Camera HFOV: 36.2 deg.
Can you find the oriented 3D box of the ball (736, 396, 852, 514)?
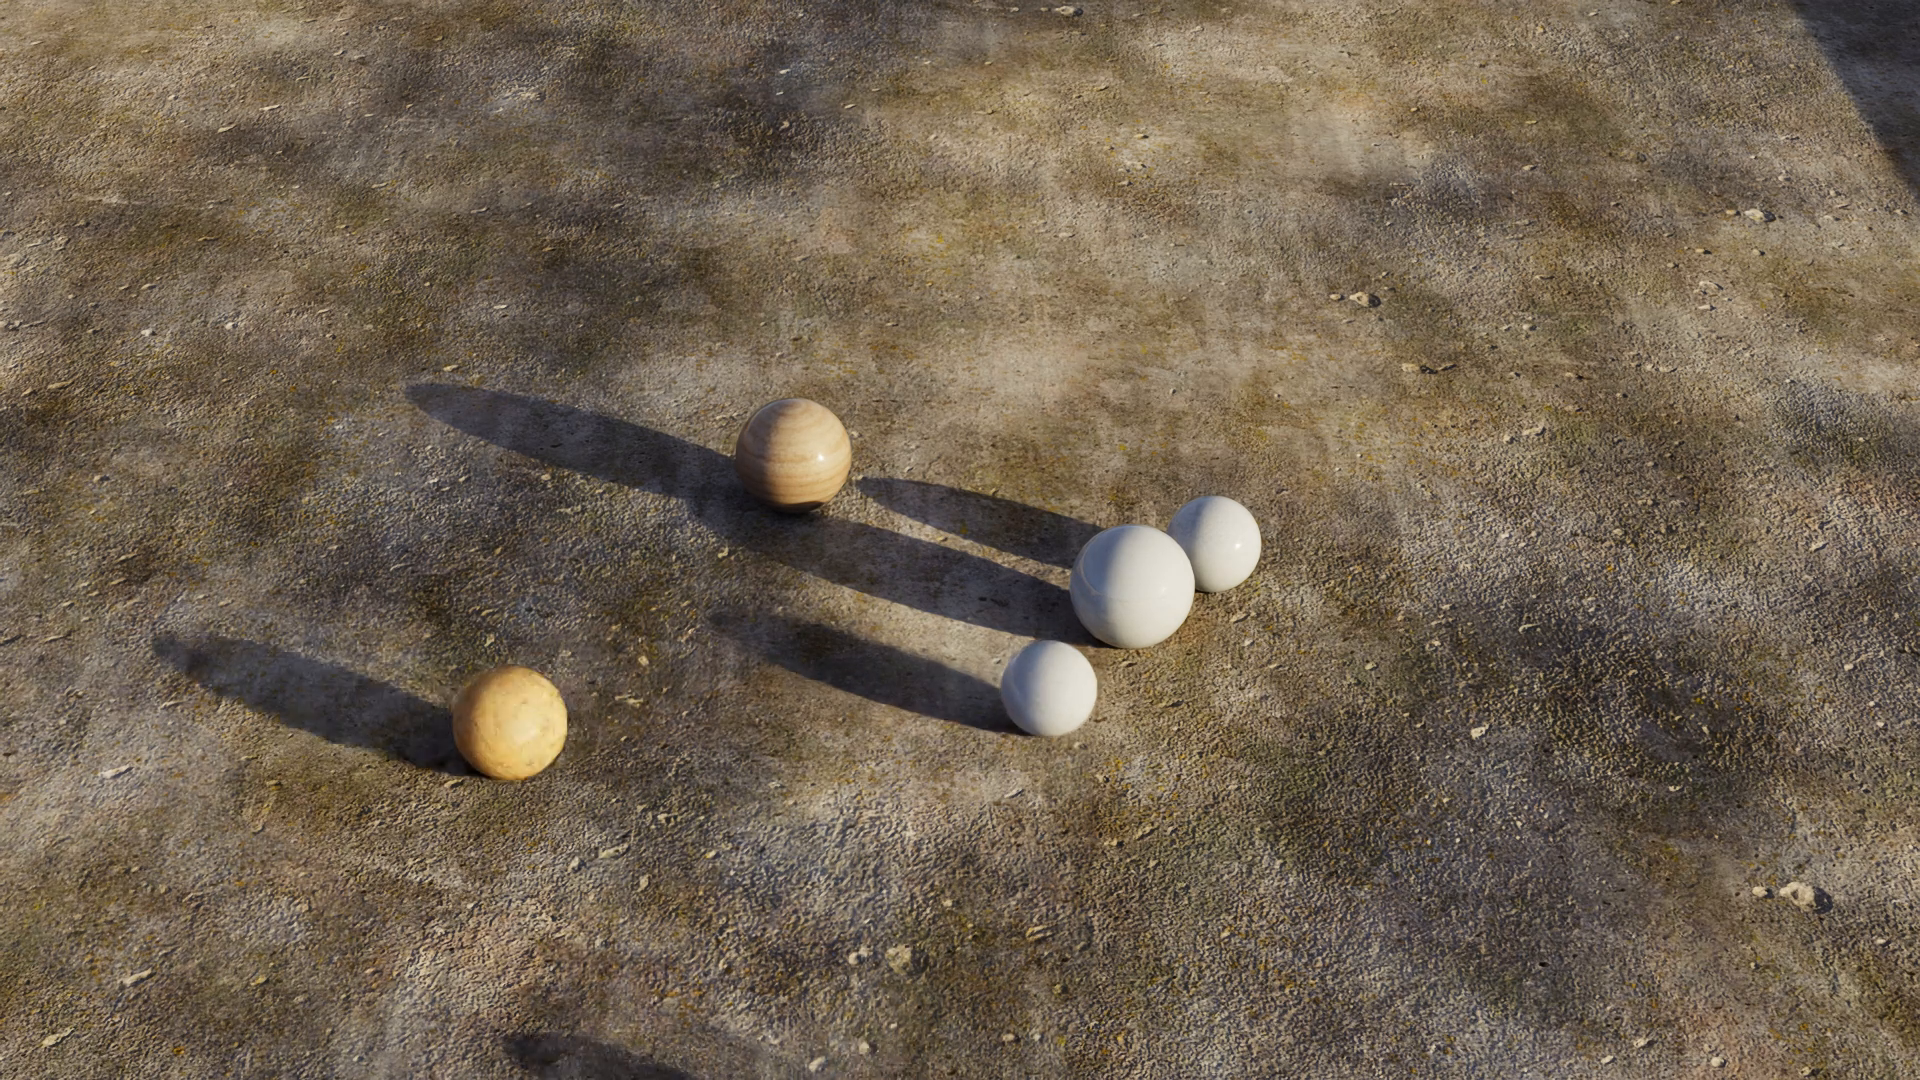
[{"bbox_3d":[-0.098,-0.050,1.739,0.069,0.069,0.069,0,30,0],"label":"ball"}]

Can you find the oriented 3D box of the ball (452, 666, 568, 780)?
[{"bbox_3d":[-0.230,0.093,1.502,0.059,0.059,0.059,0,30,0],"label":"ball"}]

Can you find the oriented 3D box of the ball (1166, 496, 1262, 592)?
[{"bbox_3d":[0.143,0.002,1.662,0.055,0.055,0.055,0,30,0],"label":"ball"}]

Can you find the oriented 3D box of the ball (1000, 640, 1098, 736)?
[{"bbox_3d":[0.046,0.078,1.537,0.051,0.051,0.051,0,30,0],"label":"ball"}]

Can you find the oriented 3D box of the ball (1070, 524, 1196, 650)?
[{"bbox_3d":[0.094,0.025,1.609,0.069,0.069,0.069,0,30,0],"label":"ball"}]
